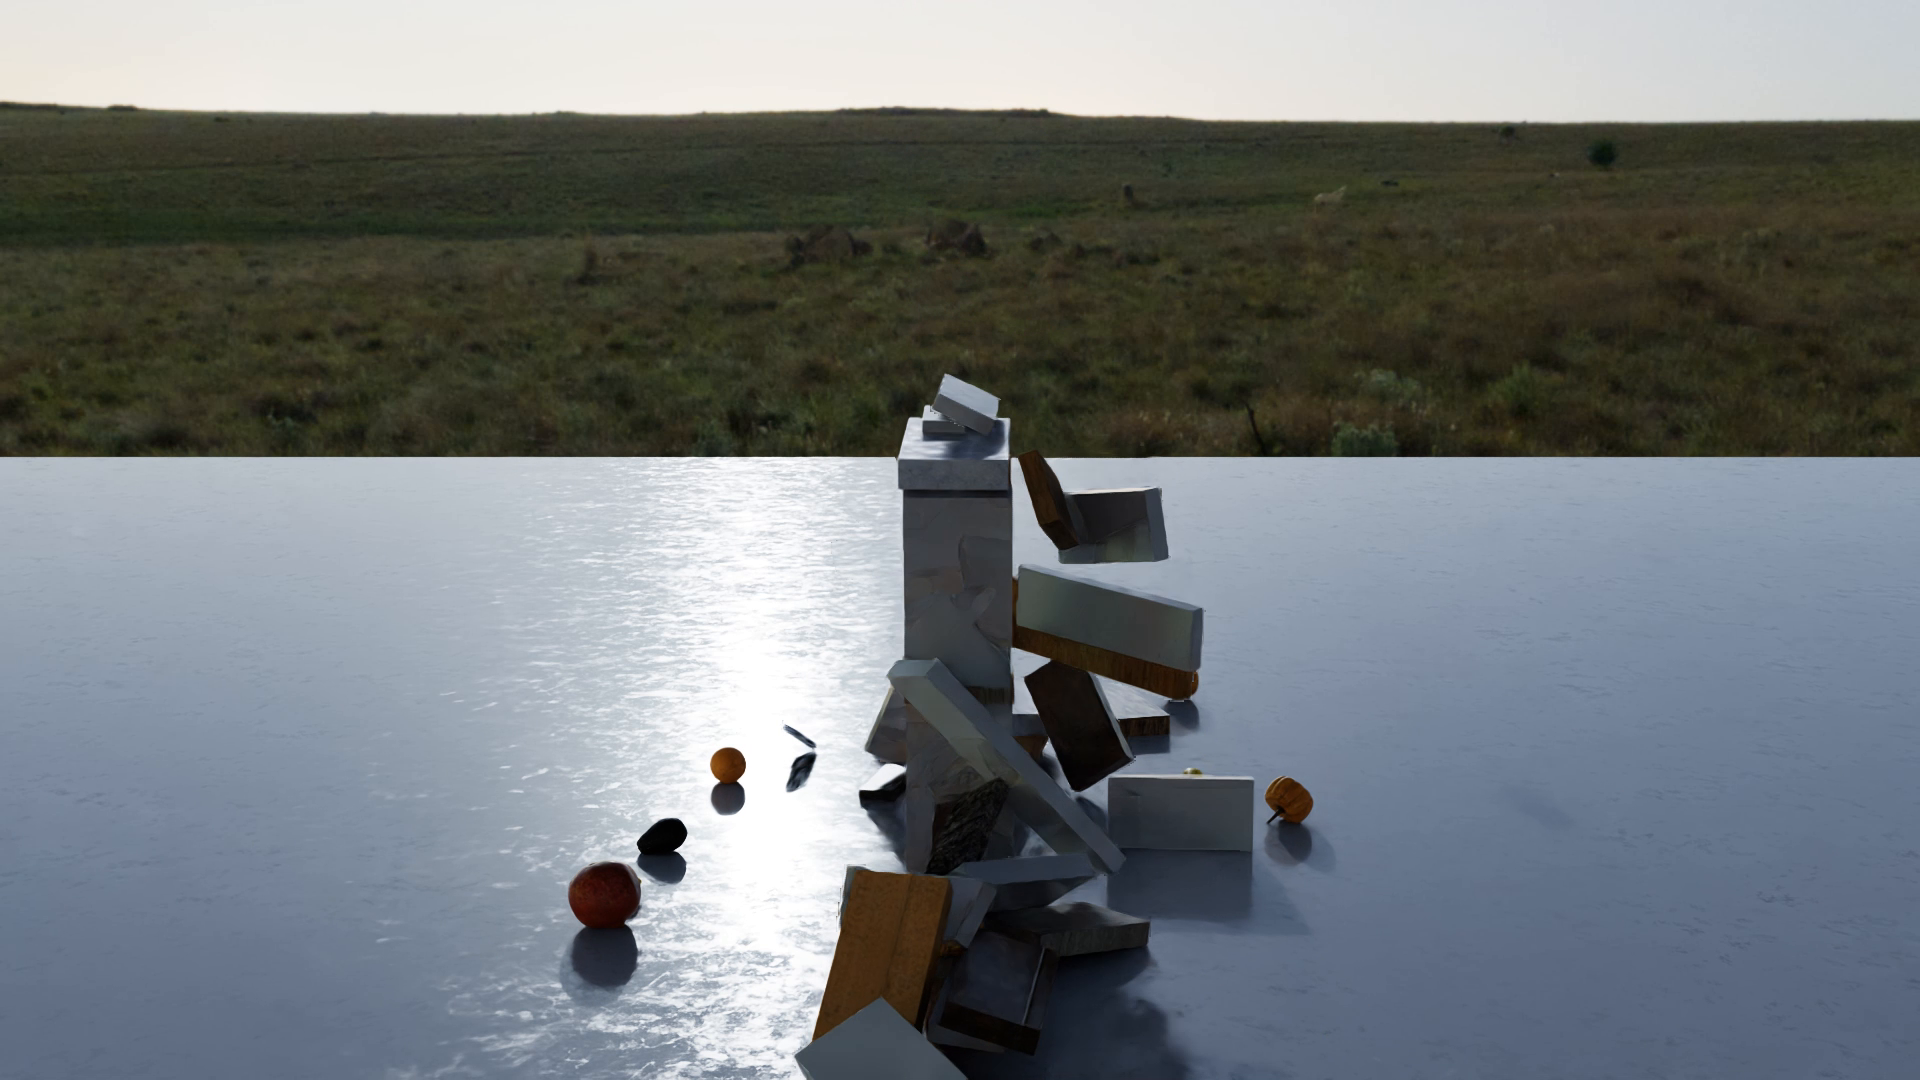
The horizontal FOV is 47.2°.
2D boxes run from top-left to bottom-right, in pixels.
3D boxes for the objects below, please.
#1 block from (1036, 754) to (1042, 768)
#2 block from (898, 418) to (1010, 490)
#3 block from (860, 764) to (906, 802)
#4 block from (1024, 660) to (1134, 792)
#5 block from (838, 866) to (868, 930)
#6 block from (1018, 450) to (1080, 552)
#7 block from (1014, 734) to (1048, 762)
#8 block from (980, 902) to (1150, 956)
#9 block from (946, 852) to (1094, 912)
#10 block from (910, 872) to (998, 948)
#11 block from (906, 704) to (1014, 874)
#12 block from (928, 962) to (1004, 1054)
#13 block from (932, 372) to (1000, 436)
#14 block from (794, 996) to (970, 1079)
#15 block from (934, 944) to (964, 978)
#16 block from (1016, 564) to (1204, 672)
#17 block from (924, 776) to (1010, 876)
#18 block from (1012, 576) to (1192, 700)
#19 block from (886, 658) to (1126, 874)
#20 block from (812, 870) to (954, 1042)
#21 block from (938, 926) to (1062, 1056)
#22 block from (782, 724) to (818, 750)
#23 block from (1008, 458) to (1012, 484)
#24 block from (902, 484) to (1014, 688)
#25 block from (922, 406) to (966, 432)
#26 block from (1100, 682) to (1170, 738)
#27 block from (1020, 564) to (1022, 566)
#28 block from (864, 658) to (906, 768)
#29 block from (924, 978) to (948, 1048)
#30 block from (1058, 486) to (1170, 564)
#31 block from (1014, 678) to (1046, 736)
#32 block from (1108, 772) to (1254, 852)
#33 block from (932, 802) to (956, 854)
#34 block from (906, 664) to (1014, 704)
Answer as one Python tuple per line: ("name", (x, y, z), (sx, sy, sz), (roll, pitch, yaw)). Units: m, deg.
("block", (0.090, 0.440, 4.361), (0.147, 0.042, 0.403), (0, 11, 2))
("block", (-0.006, -0.139, 3.483), (0.167, 0.047, 0.334), (0, 14, 2))
("block", (-0.137, 0.470, 4.264), (0.068, 0.019, 0.178), (3, 11, 14))
("block", (0.228, 0.346, 4.258), (0.128, 0.256, 0.036), (-33, -31, 17))
("block", (-0.126, 0.560, 3.279), (0.027, 0.095, 0.189), (-3, -27, 21))
("block", (0.145, -0.062, 3.565), (0.033, 0.118, 0.236), (-18, -13, 7))
("block", (0.086, 0.401, 4.343), (0.147, 0.042, 0.562), (2, 11, 10))
("block", (0.158, 0.599, 3.381), (0.132, 0.037, 0.265), (10, 3, 42))
("block", (0.066, 0.528, 3.341), (0.265, 0.037, 0.132), (4, -34, -44))
("block", (-0.031, 0.534, 3.181), (0.027, 0.094, 0.189), (41, -25, -26))
("block", (-0.001, 0.424, 3.610), (0.174, 0.348, 0.049), (0, 11, 0))
("block", (0.024, 0.651, 3.073), (0.104, 0.030, 0.209), (7, 13, 8))
("block", (0.010, -0.221, 3.573), (0.099, 0.028, 0.199), (26, 14, -3))
("block", (-0.020, 0.714, 2.626), (0.138, 0.039, 0.567), (-31, 26, -18))
("block", (-0.002, 0.623, 3.294), (0.104, 0.030, 0.209), (0, -1, -5))
("block", (0.254, 0.132, 3.802), (0.375, 0.108, 0.031), (14, 20, 39))
("block", (0.011, 0.453, 3.413), (0.094, 0.027, 0.189), (-33, 17, 33))
("block", (0.244, 0.170, 3.912), (0.394, 0.128, 0.036), (16, 20, 39))
("block", (0.074, 0.359, 3.460), (0.118, 0.474, 0.033), (-7, 41, 56))
("block", (-0.106, 0.594, 3.051), (0.138, 0.039, 0.275), (3, 54, 16))
("block", (0.059, 0.621, 3.050), (0.132, 0.037, 0.265), (17, 14, 5))
("block", (-0.327, 0.400, 4.482), (0.052, 0.015, 0.104), (33, -5, 15))
("block", (-0.001, 0.017, 3.651), (0.167, 0.334, 0.047), (0, 20, -1))
("block", (-0.003, 0.074, 3.422), (0.167, 0.334, 0.047), (0, 28, 1))
("block", (-0.025, -0.197, 3.578), (0.068, 0.019, 0.136), (1, 14, 1))
("block", (0.333, 0.367, 4.757), (0.147, 0.042, 0.294), (-3, 11, -14))
("block", (0.119, 0.102, 4.322), (0.015, 0.104, 0.052), (14, 0, 13))
("block", (-0.103, 0.339, 4.299), (0.099, 0.199, 0.028), (25, -6, -17))
("block", (0.001, 0.670, 3.155), (0.104, 0.030, 0.209), (0, 11, -3))
("block", (0.246, -0.023, 3.650), (0.033, 0.118, 0.236), (-13, 7, -37))
("block", (0.107, 0.336, 4.464), (0.147, 0.042, 0.293), (0, 11, -3))
("block", (0.390, 0.482, 3.895), (0.256, 0.128, 0.036), (1, 6, 4))
("block", (-0.013, 0.462, 3.492), (0.058, 0.016, 0.115), (-5, 36, 6))
("block", (0.000, 0.207, 3.688), (0.174, 0.049, 0.348), (0, 11, 0))
